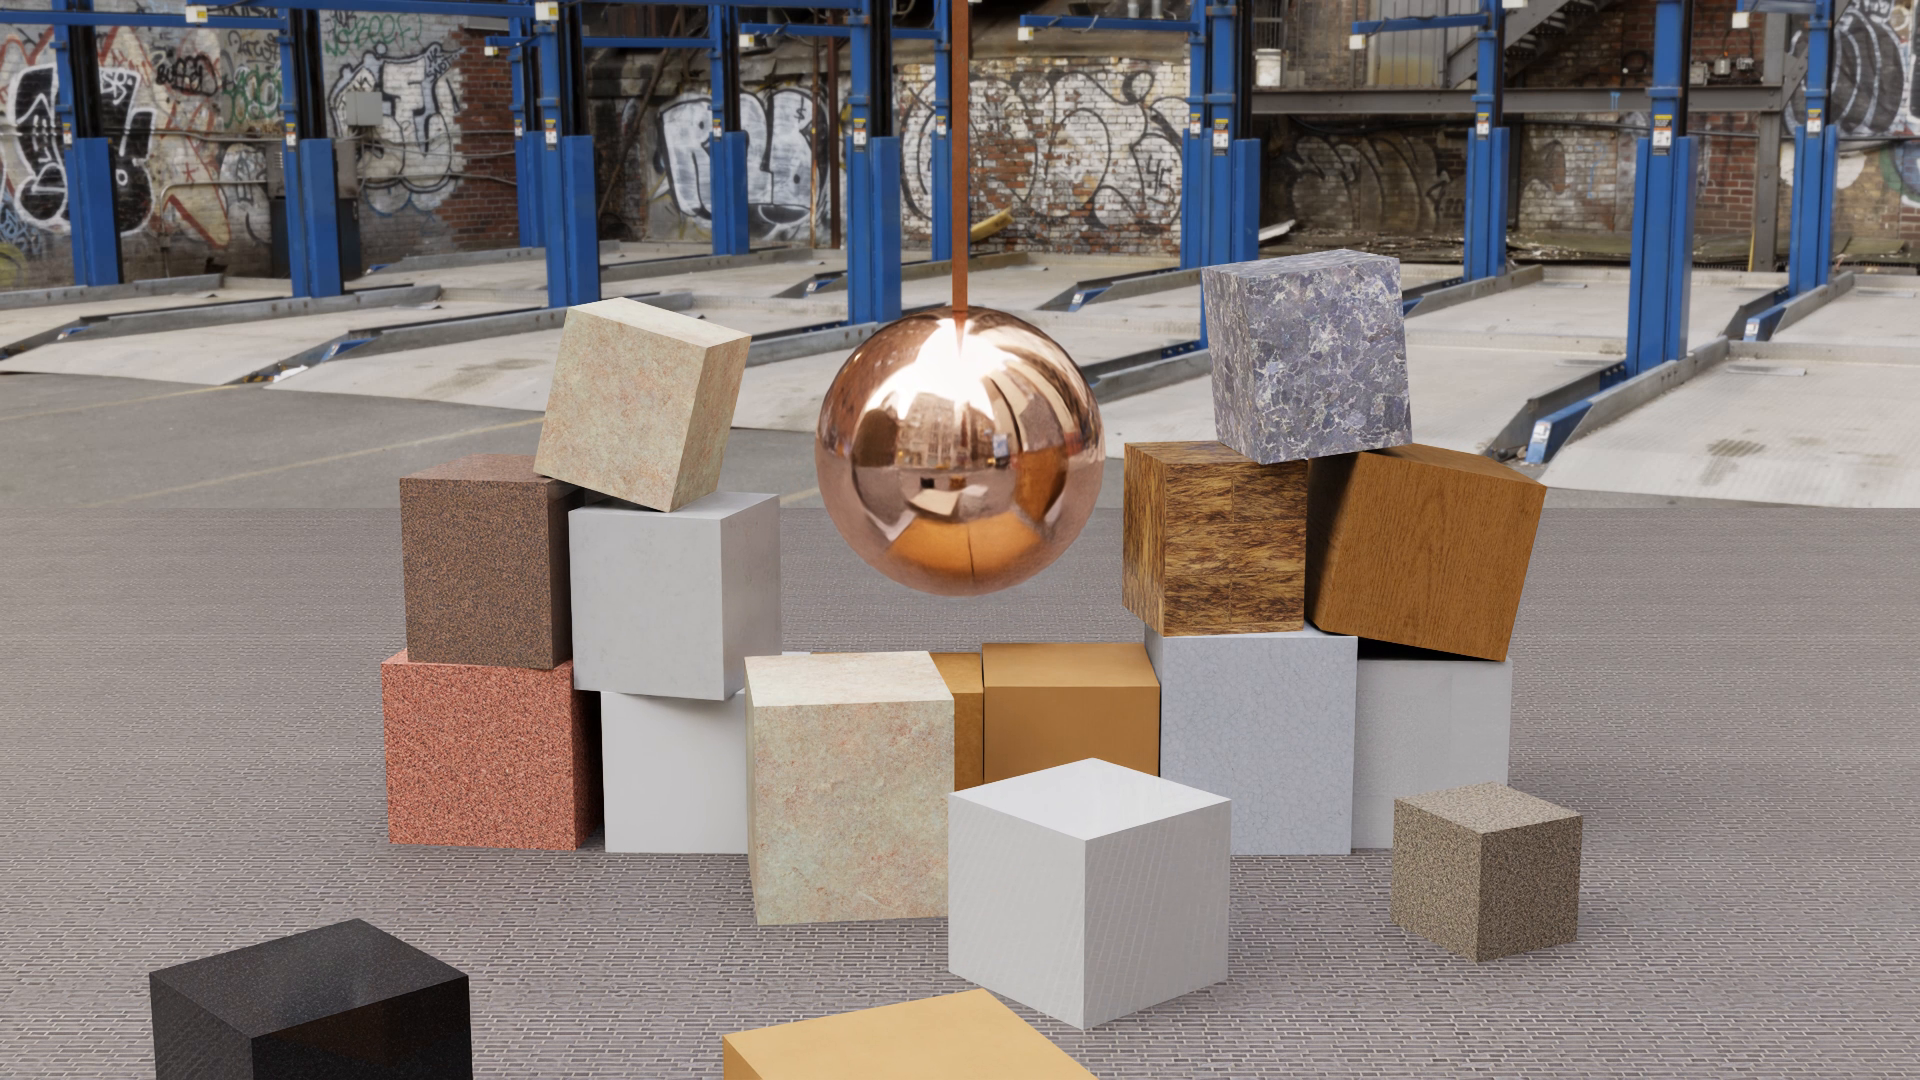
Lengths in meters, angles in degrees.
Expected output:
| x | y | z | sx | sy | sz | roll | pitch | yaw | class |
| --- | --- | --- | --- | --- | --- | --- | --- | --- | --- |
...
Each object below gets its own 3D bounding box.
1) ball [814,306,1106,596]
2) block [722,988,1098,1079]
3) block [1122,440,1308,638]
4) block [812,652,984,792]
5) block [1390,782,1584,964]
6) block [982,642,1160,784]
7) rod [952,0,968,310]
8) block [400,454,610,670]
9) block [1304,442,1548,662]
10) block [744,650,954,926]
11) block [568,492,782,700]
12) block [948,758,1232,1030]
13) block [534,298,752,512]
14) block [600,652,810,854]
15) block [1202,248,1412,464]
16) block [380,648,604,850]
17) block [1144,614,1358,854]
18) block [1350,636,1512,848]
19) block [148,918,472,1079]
| x | y | z | sx | sy | sz | roll | pitch | yaw | class |
| --- | --- | --- | --- | --- | --- | --- | --- | --- | --- |
| 0.000 | -0.487 | 12.075 | 1.600 | 1.600 | 1.600 | 0 | 10 | 0 | ball |
| -0.147 | 1.947 | 6.642 | 0.890 | 0.793 | 0.846 | -5 | 11 | -25 | block |
| 1.274 | -0.026 | 11.122 | 0.716 | 0.855 | 0.779 | -2 | 10 | -11 | block |
| -0.339 | 1.077 | 11.392 | 0.901 | 0.806 | 0.877 | 0 | 10 | -1 | block |
| 2.348 | 1.472 | 9.838 | 0.573 | 0.583 | 0.585 | -5 | 12 | -27 | block |
| 0.552 | 1.055 | 11.393 | 0.865 | 0.848 | 0.953 | 0 | 10 | 0 | block |
| 0.000 | -3.691 | 10.936 | 0.080 | 5.200 | 0.080 | 0 | 20 | 0 | rod |
| -2.293 | 0.088 | 11.256 | 0.771 | 0.931 | 0.885 | 2 | 11 | 12 | block |
| 2.278 | -0.001 | 11.198 | 0.941 | 0.893 | 0.954 | 10 | 10 | -6 | block |
| -0.539 | 1.146 | 10.407 | 0.900 | 1.021 | 0.972 | -1 | 10 | -8 | block |
| -1.418 | 0.252 | 11.085 | 0.798 | 0.893 | 0.797 | 3 | 11 | 16 | block |
| 0.543 | 1.465 | 9.298 | 0.845 | 0.791 | 0.833 | -9 | 13 | -40 | block |
| -1.579 | -0.691 | 11.011 | 0.722 | 0.836 | 0.724 | 17 | 13 | 9 | block |
| -1.282 | 1.077 | 11.342 | 0.951 | 0.822 | 0.901 | 0 | 10 | 2 | block |
| 1.715 | -0.930 | 10.954 | 0.760 | 0.900 | 0.843 | -8 | 12 | -7 | block |
| -2.354 | 1.007 | 11.415 | 0.968 | 0.934 | 0.879 | 1 | 10 | 7 | block |
| 1.467 | 0.929 | 11.358 | 0.949 | 1.108 | 1.037 | 0 | 10 | 0 | block |
| 2.342 | 1.004 | 11.345 | 0.786 | 0.965 | 0.777 | 0 | 10 | 0 | block |
| -2.188 | 1.824 | 7.450 | 0.771 | 0.746 | 0.758 | -10 | 14 | -42 | block |
